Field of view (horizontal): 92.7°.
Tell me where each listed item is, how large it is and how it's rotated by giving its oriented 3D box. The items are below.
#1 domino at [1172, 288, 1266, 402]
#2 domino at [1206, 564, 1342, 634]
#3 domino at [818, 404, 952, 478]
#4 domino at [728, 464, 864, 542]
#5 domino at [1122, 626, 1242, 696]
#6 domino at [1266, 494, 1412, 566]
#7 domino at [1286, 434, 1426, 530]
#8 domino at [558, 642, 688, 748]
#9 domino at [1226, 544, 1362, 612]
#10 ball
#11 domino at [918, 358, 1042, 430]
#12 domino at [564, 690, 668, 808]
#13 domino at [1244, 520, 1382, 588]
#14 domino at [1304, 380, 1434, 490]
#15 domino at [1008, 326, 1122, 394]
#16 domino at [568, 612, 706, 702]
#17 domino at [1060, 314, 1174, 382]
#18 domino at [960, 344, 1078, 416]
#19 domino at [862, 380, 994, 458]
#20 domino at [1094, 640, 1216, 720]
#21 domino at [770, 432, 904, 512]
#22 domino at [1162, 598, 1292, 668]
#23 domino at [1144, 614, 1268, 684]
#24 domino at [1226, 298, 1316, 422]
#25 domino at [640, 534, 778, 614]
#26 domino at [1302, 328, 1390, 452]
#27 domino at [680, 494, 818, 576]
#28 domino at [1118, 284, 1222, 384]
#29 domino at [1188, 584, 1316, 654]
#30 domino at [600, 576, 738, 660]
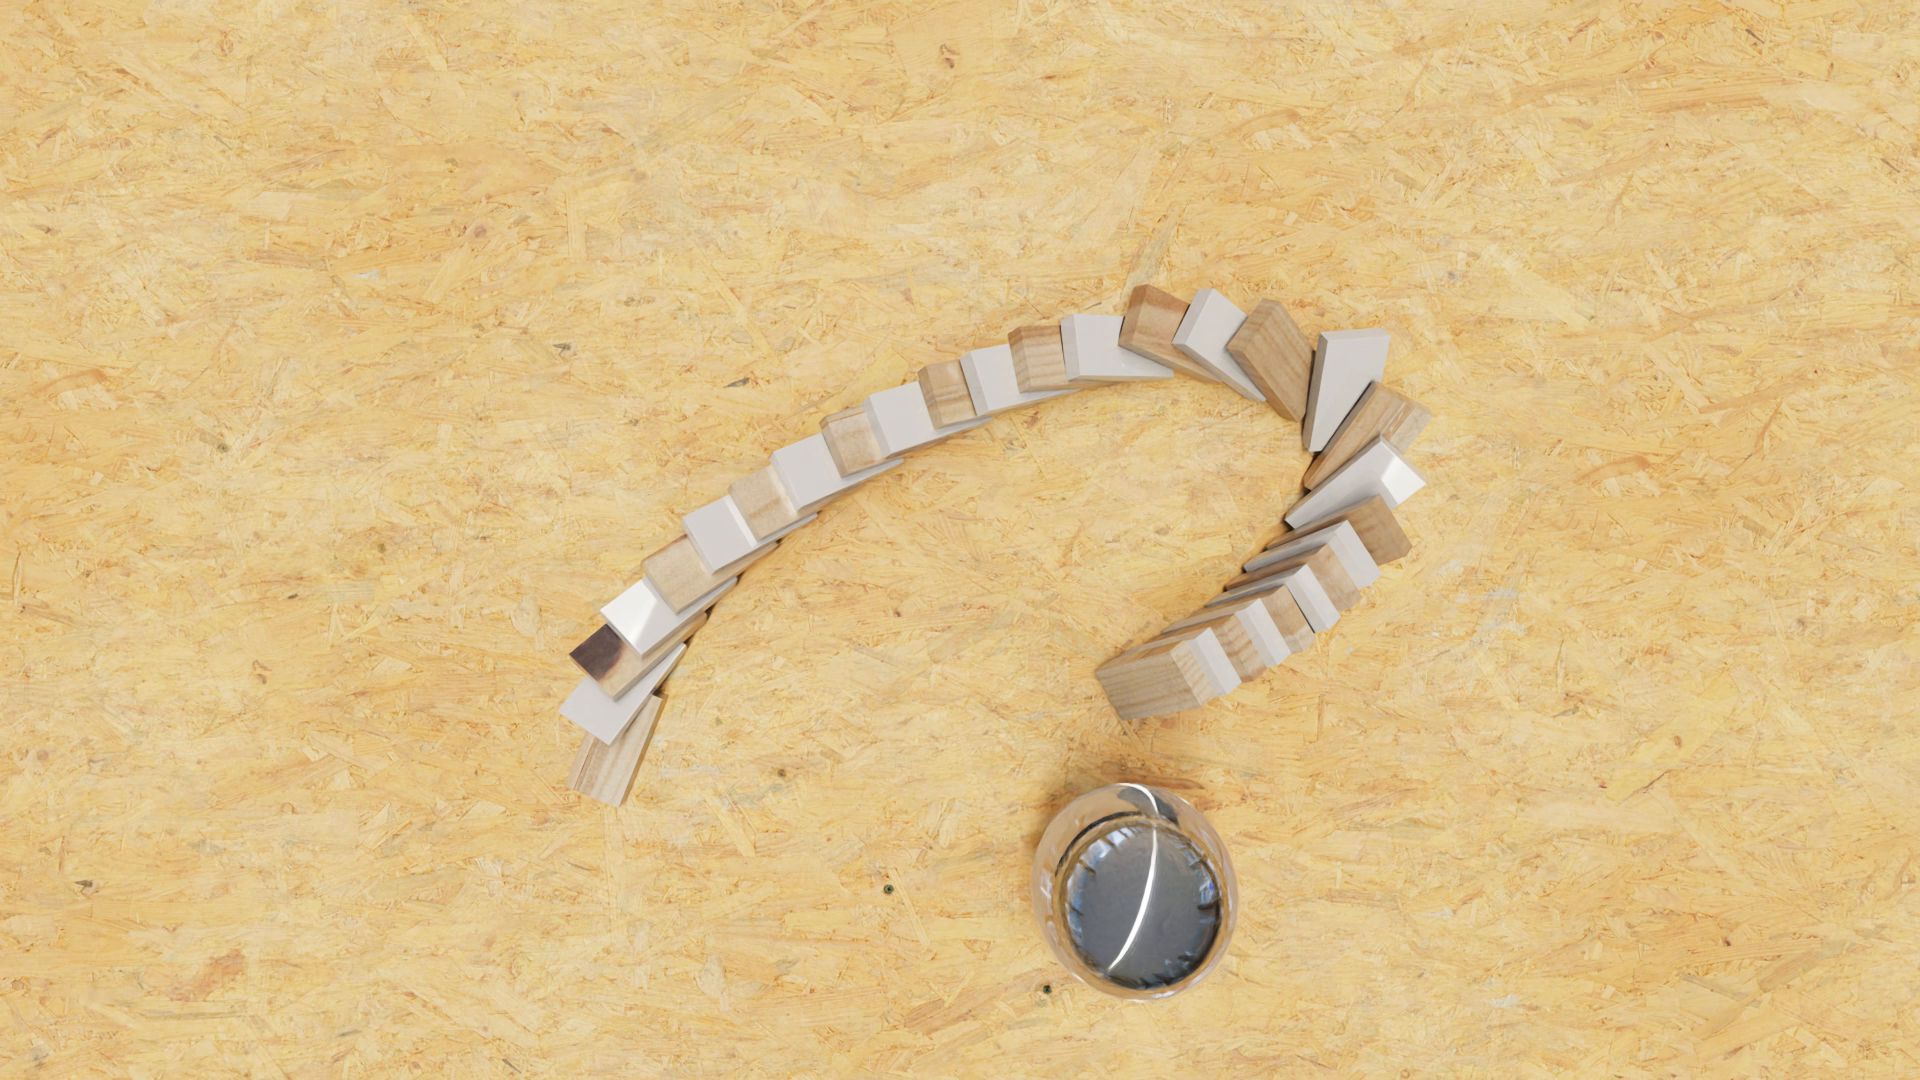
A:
[{"bbox_3d":[0.114,-0.081,0.384,0.050,0.010,0.025,27,90,-28],"label":"domino"},{"bbox_3d":[0.127,0.029,0.376,0.010,0.050,0.025,-33,90,-33],"label":"domino"},{"bbox_3d":[-0.031,-0.046,0.385,0.050,0.010,0.025,-22,90,-26],"label":"domino"},{"bbox_3d":[-0.069,-0.022,0.385,0.050,0.010,0.025,-30,90,-26],"label":"domino"},{"bbox_3d":[0.089,0.053,0.376,0.009,0.050,0.025,-30,90,-32],"label":"domino"},{"bbox_3d":[0.156,0.003,0.378,0.010,0.050,0.025,-33,91,-43],"label":"domino"},{"bbox_3d":[0.164,-0.017,0.382,0.025,0.010,0.050,43,123,0],"label":"domino"},{"bbox_3d":[-0.141,0.059,0.386,0.025,0.010,0.050,34,66,0],"label":"domino"},{"bbox_3d":[0.136,0.021,0.376,0.010,0.050,0.025,-33,90,-33],"label":"domino"},{"bbox_3d":[0.068,0.137,0.360,0.080,0.080,0.080,0,90,0],"label":"ball"},{"bbox_3d":[0.009,-0.064,0.385,0.050,0.010,0.025,-16,90,-26],"label":"domino"},{"bbox_3d":[-0.148,0.086,0.395,0.025,0.010,0.050,22,90,0],"label":"domino"},{"bbox_3d":[0.143,0.012,0.376,0.010,0.050,0.025,-33,90,-33],"label":"domino"},{"bbox_3d":[0.169,-0.038,0.382,0.025,0.010,0.050,26,124,0],"label":"domino"},{"bbox_3d":[0.045,-0.076,0.383,0.050,0.010,0.025,-9,87,-30],"label":"domino"},{"bbox_3d":[-0.134,0.041,0.383,0.025,0.010,0.050,42,61,5],"label":"domino"},{"bbox_3d":[0.066,-0.080,0.383,0.050,0.010,0.025,-5,88,-30],"label":"domino"},{"bbox_3d":[0.026,-0.069,0.382,0.050,0.009,0.025,-18,91,-30],"label":"domino"},{"bbox_3d":[-0.013,-0.054,0.384,0.050,0.010,0.025,-22,90,-26],"label":"domino"},{"bbox_3d":[0.079,0.058,0.376,0.009,0.050,0.025,-30,90,-32],"label":"domino"},{"bbox_3d":[-0.051,-0.034,0.384,0.050,0.009,0.025,-27,89,-26],"label":"domino"},{"bbox_3d":[0.108,0.042,0.376,0.009,0.050,0.025,-30,90,-32],"label":"domino"},{"bbox_3d":[0.099,0.048,0.376,0.009,0.050,0.025,-30,90,-32],"label":"domino"},{"bbox_3d":[0.134,-0.074,0.382,0.050,0.009,0.025,37,89,-35],"label":"domino"},{"bbox_3d":[-0.105,0.007,0.384,0.050,0.009,0.025,-36,89,-28],"label":"domino"},{"bbox_3d":[0.160,-0.062,0.382,0.025,0.009,0.050,-4,124,0],"label":"domino"},{"bbox_3d":[-0.088,-0.009,0.384,0.050,0.010,0.025,-31,90,-28],"label":"domino"},{"bbox_3d":[0.092,-0.086,0.384,0.050,0.009,0.025,16,90,-28],"label":"domino"},{"bbox_3d":[0.118,0.037,0.376,0.010,0.050,0.025,-30,90,-32],"label":"domino"},{"bbox_3d":[-0.121,0.024,0.383,0.025,0.009,0.050,46,61,4],"label":"domino"}]
